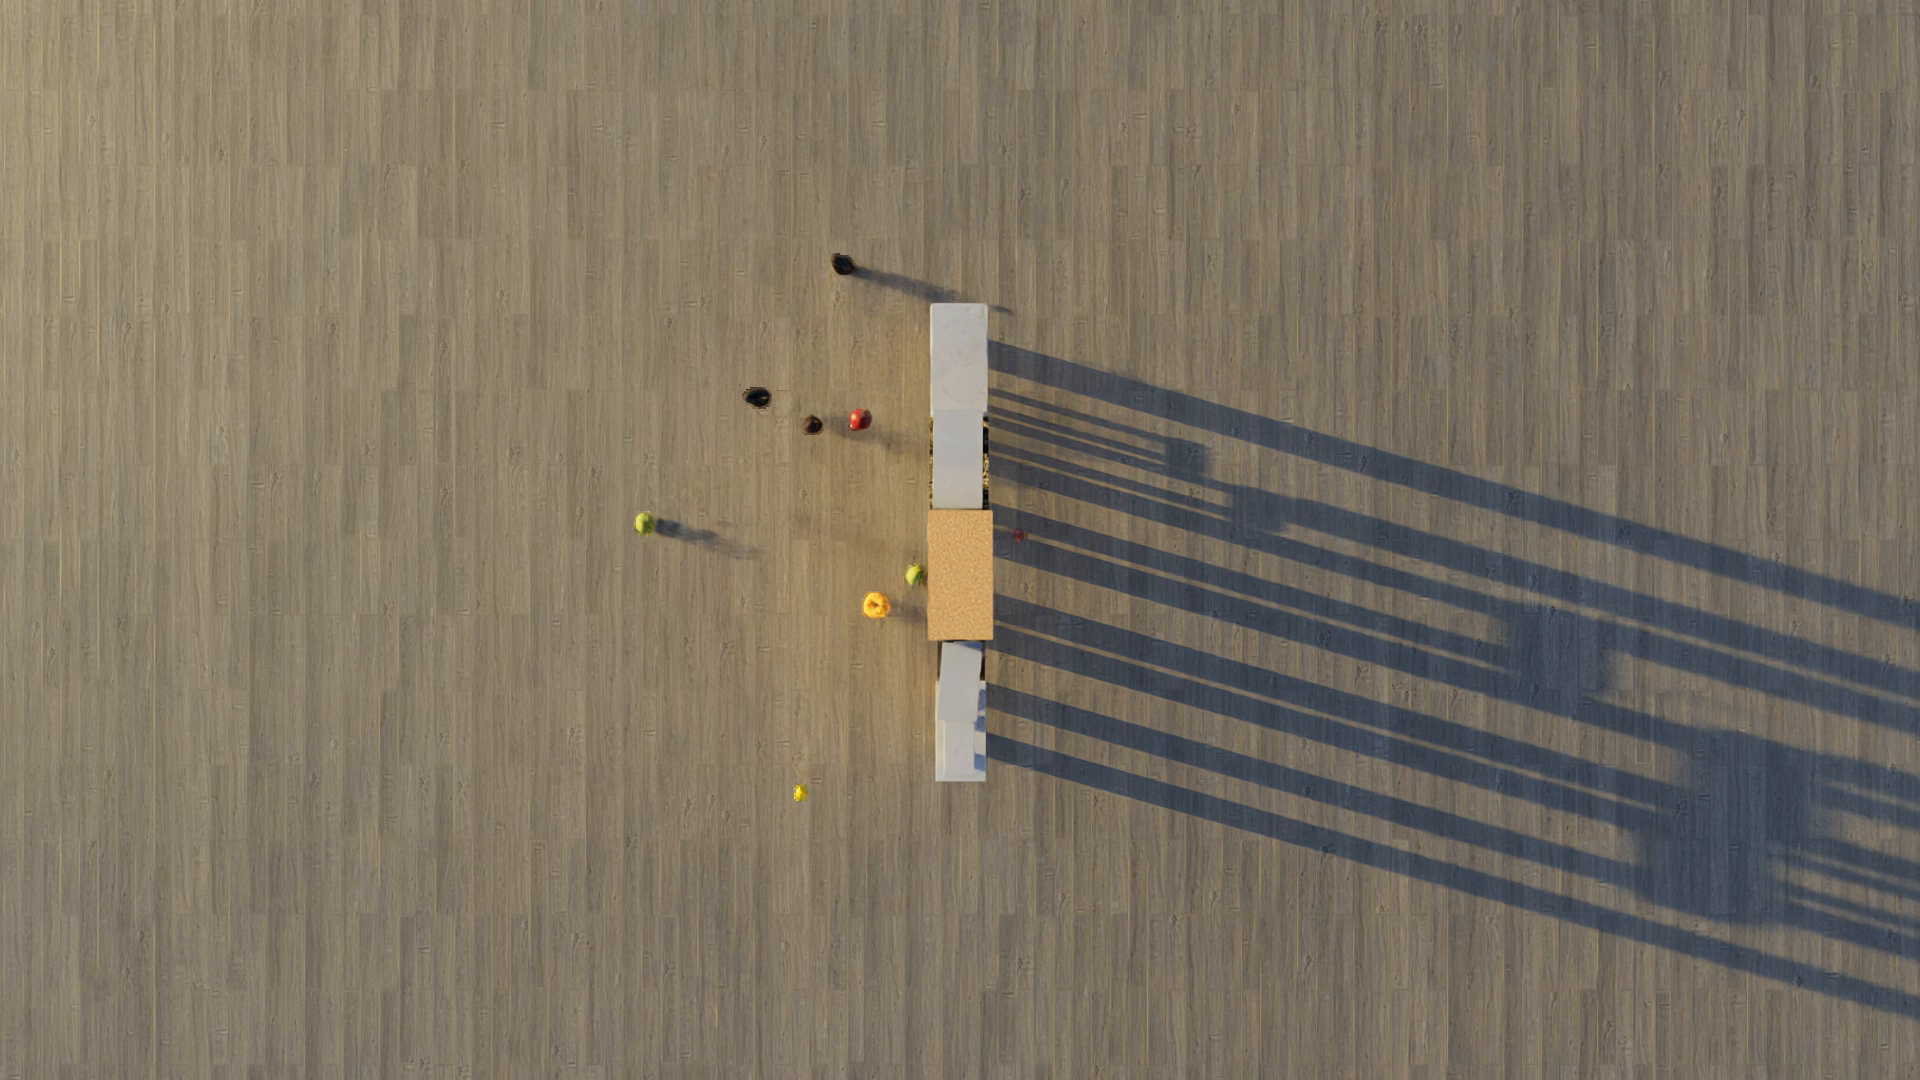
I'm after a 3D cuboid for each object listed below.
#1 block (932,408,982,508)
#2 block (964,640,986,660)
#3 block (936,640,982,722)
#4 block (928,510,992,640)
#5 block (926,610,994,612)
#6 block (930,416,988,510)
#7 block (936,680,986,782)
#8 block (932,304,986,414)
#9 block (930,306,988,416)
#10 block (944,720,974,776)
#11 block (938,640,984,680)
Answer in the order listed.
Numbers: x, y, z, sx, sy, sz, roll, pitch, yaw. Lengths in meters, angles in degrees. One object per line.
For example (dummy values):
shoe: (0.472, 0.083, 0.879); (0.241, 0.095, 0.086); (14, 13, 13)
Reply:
block: (-0.006, -0.220, 4.463); (0.133, 0.038, 0.266); (0, 90, 0)
block: (0.012, 0.305, 4.796); (0.110, 0.380, 0.031); (15, 89, -1)
block: (-0.001, 0.392, 4.590); (0.110, 0.031, 0.221); (4, 91, 0)
block: (0.001, 0.093, 4.380); (0.171, 0.048, 0.342); (0, 90, 0)
block: (0.003, 0.200, 4.622); (0.171, 0.434, 0.048); (-15, 87, 0)
block: (-0.003, -0.184, 4.772); (0.171, 0.048, 0.342); (0, 90, 0)
block: (0.003, 0.561, 4.849); (0.146, 0.041, 0.292); (0, 90, 0)
block: (-0.002, -0.511, 4.642); (0.152, 0.043, 0.304); (-1, 90, 0)
block: (-0.003, -0.532, 4.992); (0.173, 0.049, 0.347); (0, 90, 0)
block: (-0.002, 0.577, 4.646); (0.085, 0.024, 0.170); (0, 90, 0)
block: (0.004, 0.393, 5.182); (0.148, 0.042, 0.297); (0, 90, 0)
